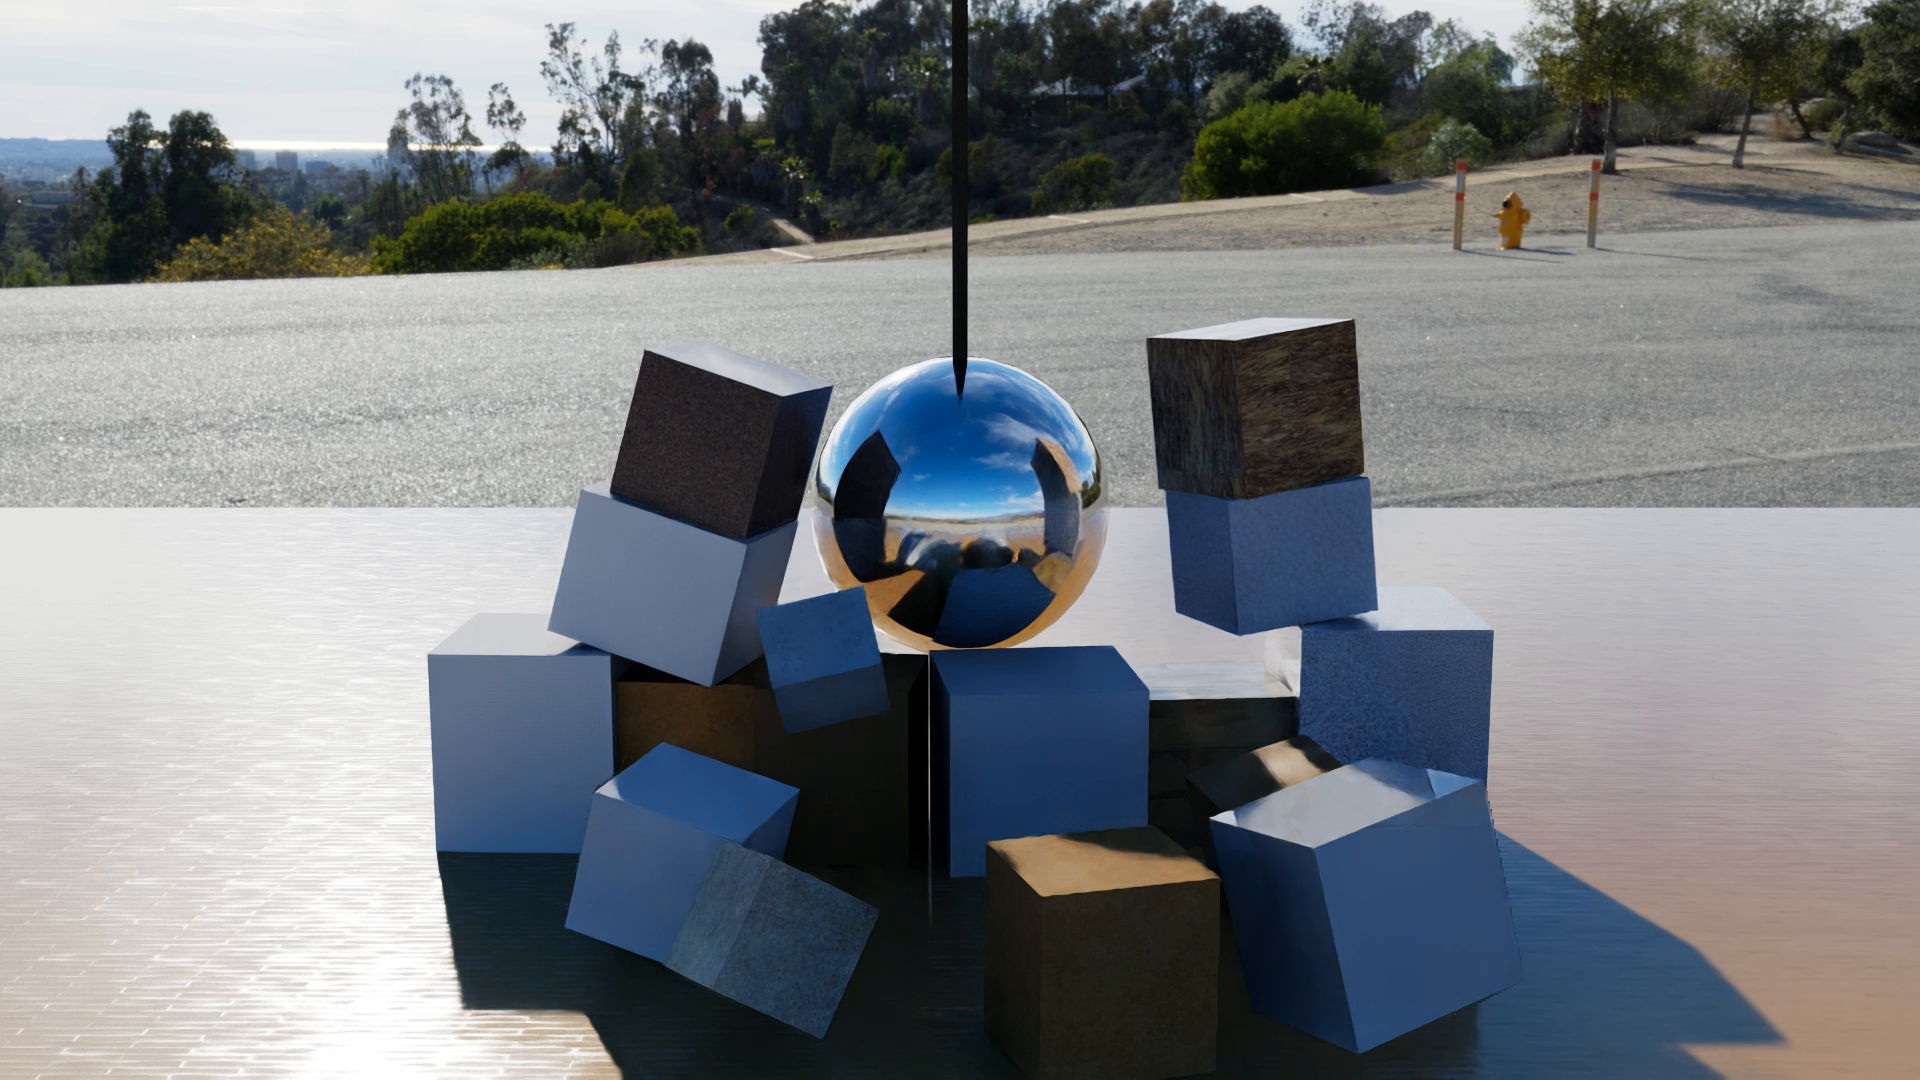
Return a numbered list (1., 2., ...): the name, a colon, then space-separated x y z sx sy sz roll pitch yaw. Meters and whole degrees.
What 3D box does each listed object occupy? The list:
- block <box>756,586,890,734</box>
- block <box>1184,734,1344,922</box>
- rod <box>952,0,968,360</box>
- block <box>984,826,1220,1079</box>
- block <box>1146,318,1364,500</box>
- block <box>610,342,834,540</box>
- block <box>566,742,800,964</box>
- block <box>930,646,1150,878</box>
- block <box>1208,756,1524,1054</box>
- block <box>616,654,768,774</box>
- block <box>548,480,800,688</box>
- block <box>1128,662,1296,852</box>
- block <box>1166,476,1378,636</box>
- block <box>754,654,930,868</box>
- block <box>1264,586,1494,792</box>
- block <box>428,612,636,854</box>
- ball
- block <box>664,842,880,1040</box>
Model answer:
1. block: -0.642 0.572 10.393 0.516 0.417 0.514 -13 -29 -4
2. block: 1.451 1.353 9.806 0.596 0.664 0.634 -18 17 -9
3. rod: 0.000 -3.453 10.796 0.080 5.200 0.080 0 16 0
4. block: 0.539 1.609 8.527 0.712 0.777 0.661 -3 11 -17
5. block: 1.481 -0.676 11.024 0.779 0.774 0.679 -12 12 -32
6. block: -1.184 -0.511 10.987 0.741 0.734 0.714 19 13 13
7. block: -1.206 1.390 9.650 0.676 0.644 0.746 18 15 11
8. block: 0.376 1.089 11.061 0.965 0.901 0.963 -1 10 -7
9. block: 1.607 1.423 8.745 0.805 0.827 0.743 -17 9 -24
10. block: -1.310 1.067 11.306 0.734 0.855 0.709 1 10 6
11. block: -1.439 0.174 11.121 0.890 0.743 0.788 18 13 11
12. block: 1.236 1.102 11.309 0.783 0.786 0.759 -1 10 -6
13. block: 1.572 0.033 11.136 0.782 0.672 0.711 -9 11 -19
14. block: -0.582 1.091 11.100 0.755 0.882 0.817 1 10 6
15. block: 2.124 0.910 11.358 0.944 1.145 1.054 0 10 -2
16. block: -2.149 0.976 11.370 0.907 1.012 0.970 0 10 2
17. ball: 0.000 -0.178 11.710 1.600 1.600 1.600 0 10 0
18. block: -0.741 1.562 8.632 0.508 0.540 0.542 30 -14 -24
